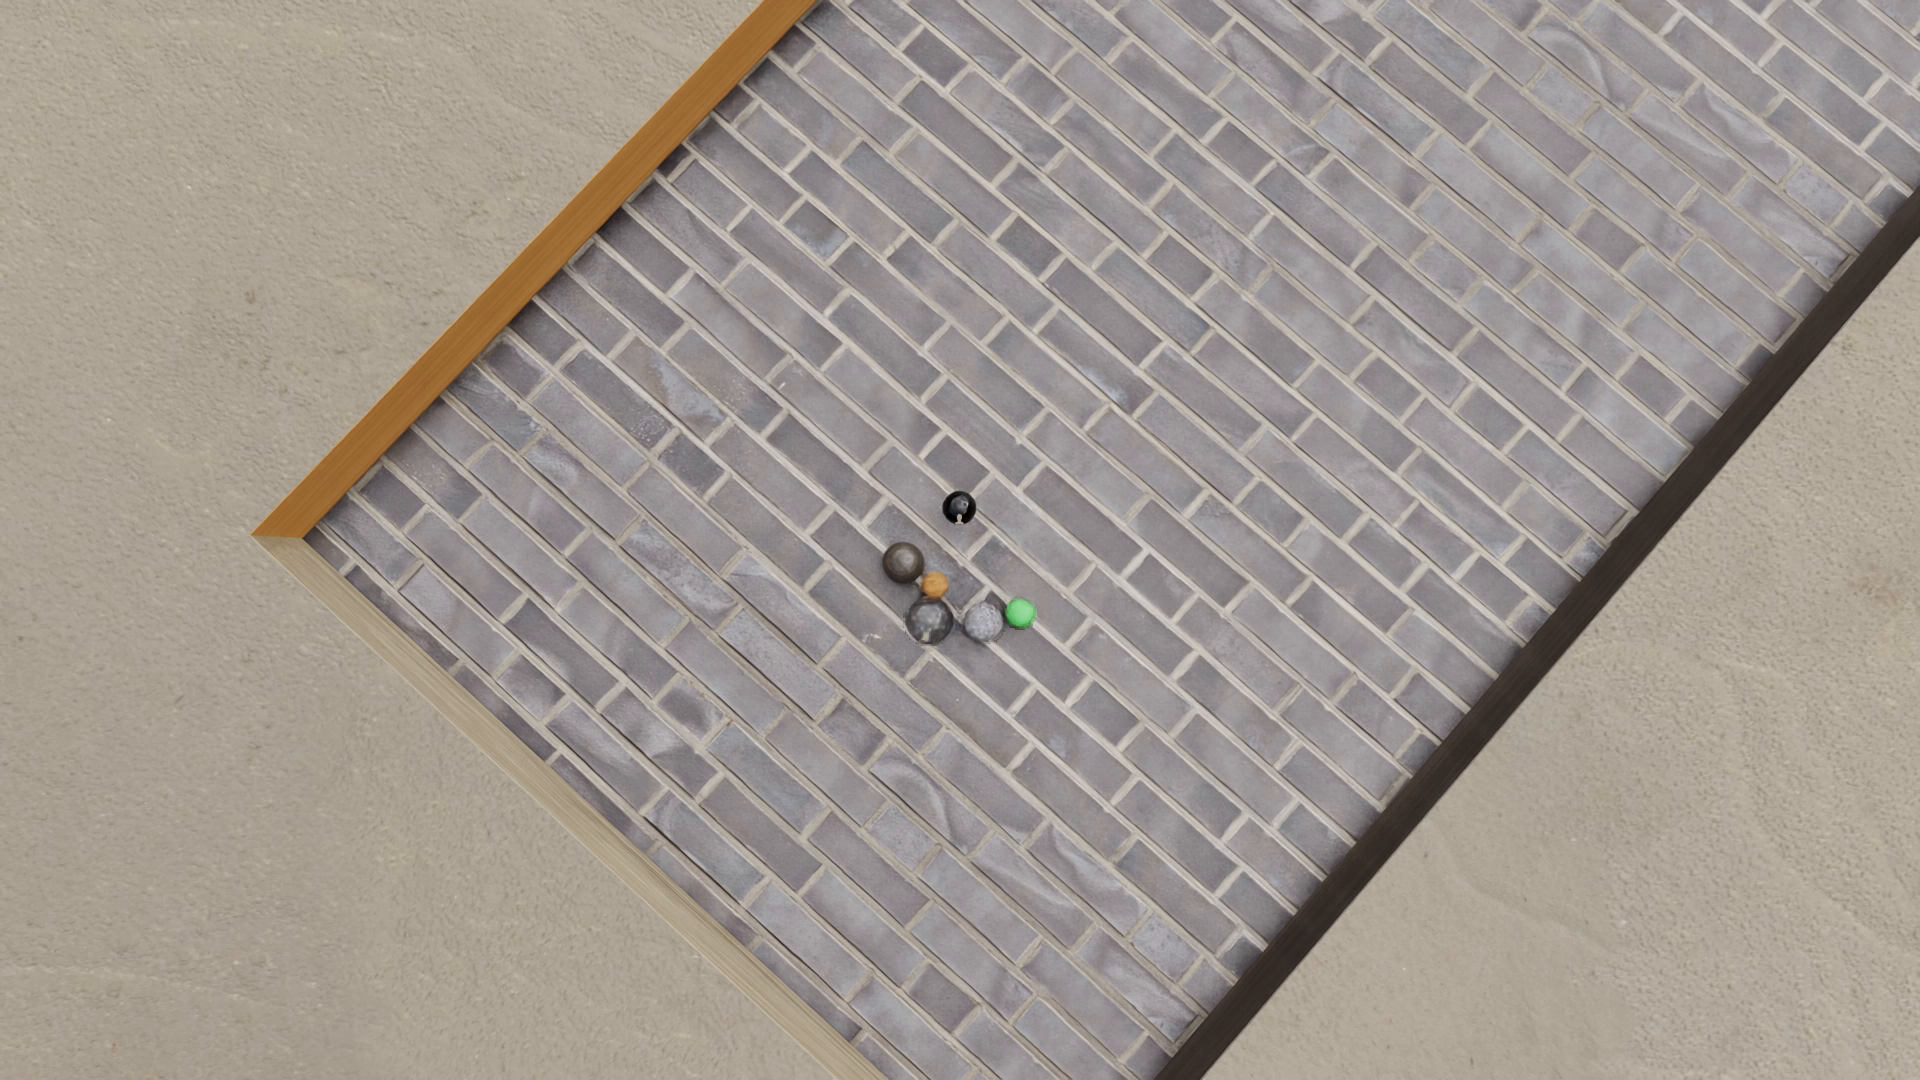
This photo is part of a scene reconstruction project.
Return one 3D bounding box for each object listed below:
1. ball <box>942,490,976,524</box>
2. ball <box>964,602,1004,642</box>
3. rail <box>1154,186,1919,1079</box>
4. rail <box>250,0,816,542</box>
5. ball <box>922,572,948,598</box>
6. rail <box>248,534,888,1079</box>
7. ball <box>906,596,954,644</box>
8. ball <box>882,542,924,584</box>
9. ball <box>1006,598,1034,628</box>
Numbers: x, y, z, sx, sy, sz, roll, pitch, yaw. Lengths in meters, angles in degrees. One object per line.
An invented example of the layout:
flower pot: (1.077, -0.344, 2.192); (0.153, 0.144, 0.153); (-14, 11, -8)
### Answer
ball: (-0.001, -0.048, 3.296); (0.052, 0.052, 0.052); (0, 80, 0)
ball: (0.035, 0.122, 3.264); (0.059, 0.059, 0.059); (0, 80, 0)
rail: (1.025, -0.023, 3.270); (0.045, 0.093, 2.792); (41, 83, 6)
rail: (-0.094, -1.010, 3.436); (0.045, 0.093, 2.792); (41, 83, 6)
ball: (-0.037, 0.067, 3.282); (0.041, 0.041, 0.041); (0, 80, 0)
rail: (-0.449, 0.493, 3.184); (1.549, 0.093, 0.045); (41, 83, 6)
ball: (-0.045, 0.119, 3.258); (0.072, 0.072, 0.072); (0, 80, 0)
ball: (-0.084, 0.034, 3.277); (0.063, 0.063, 0.063); (0, 80, 0)
ball: (0.089, 0.109, 3.274); (0.043, 0.043, 0.043); (0, 80, 0)
